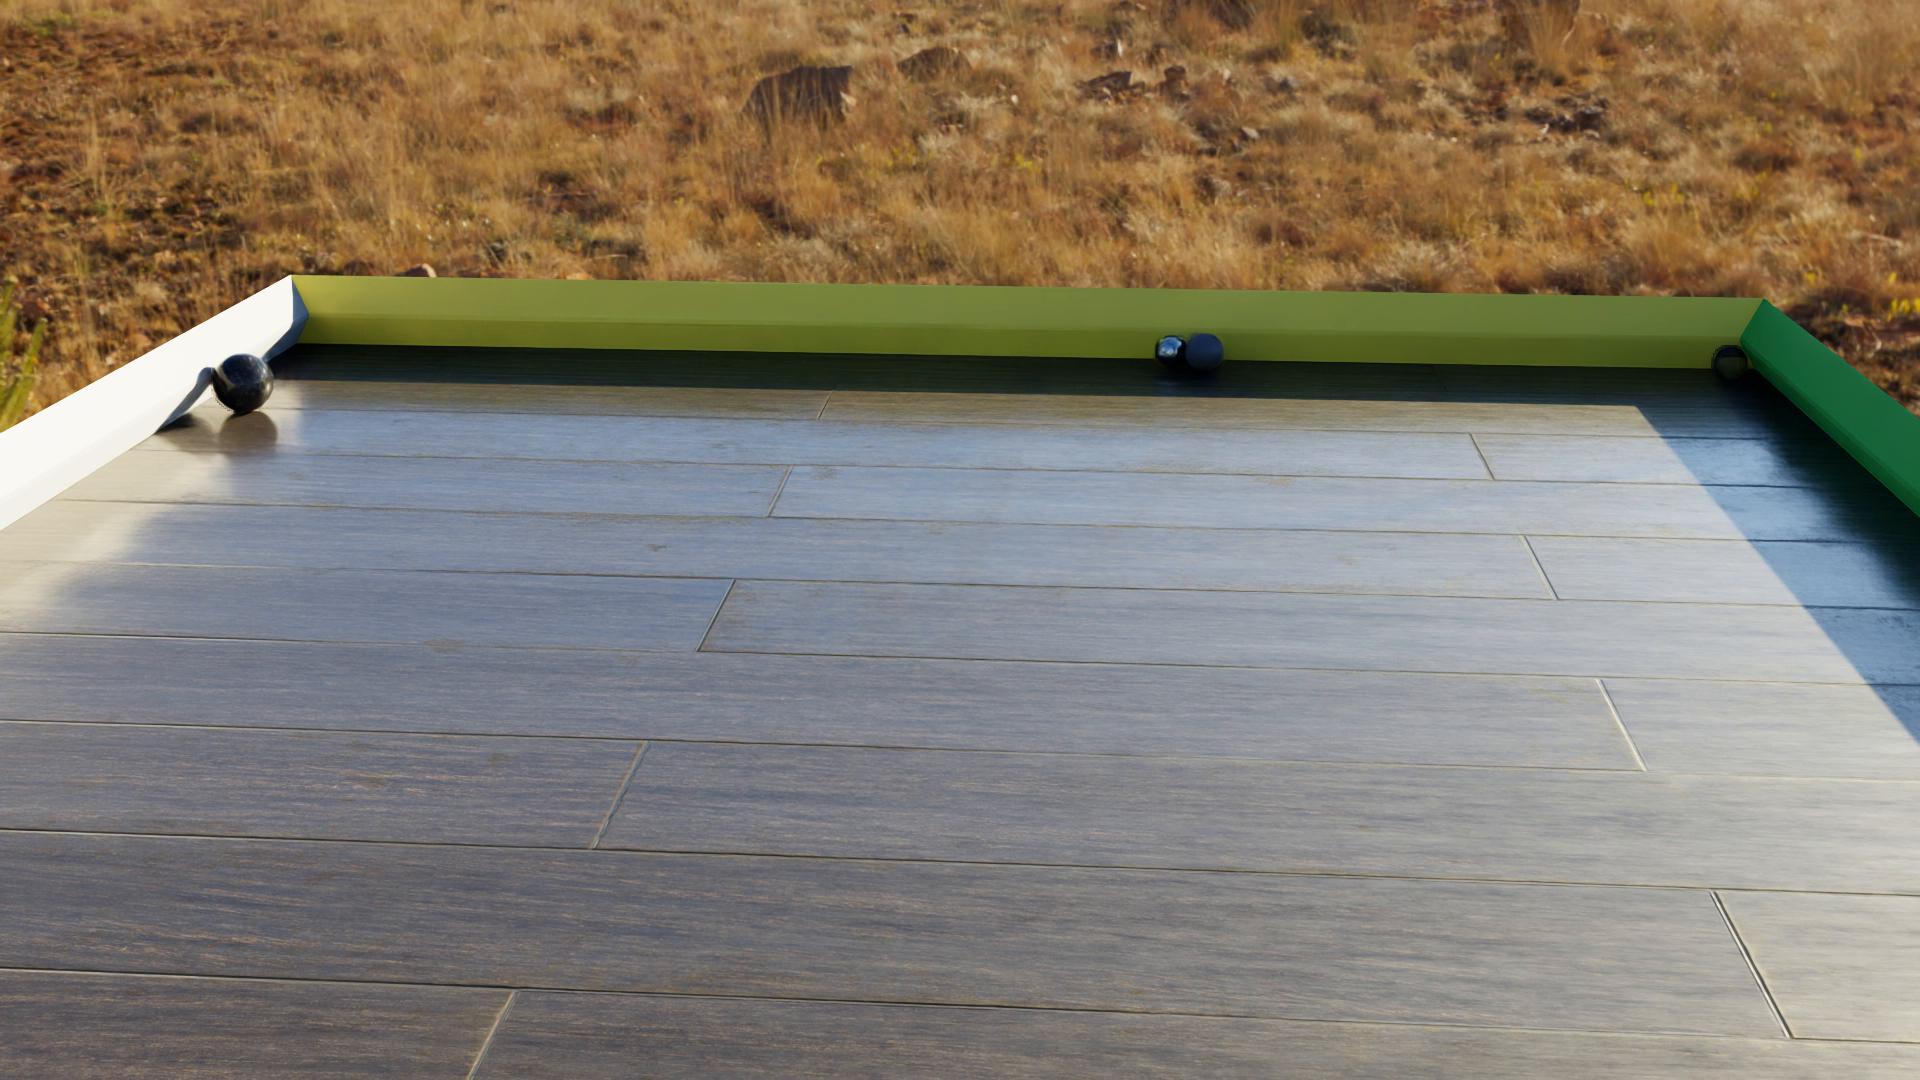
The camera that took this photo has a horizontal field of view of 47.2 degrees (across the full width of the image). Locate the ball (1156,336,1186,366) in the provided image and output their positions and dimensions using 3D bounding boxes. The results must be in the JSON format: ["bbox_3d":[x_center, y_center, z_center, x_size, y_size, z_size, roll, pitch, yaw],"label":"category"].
[{"bbox_3d":[0.361,-0.322,3.750,0.054,0.054,0.054,0,18,0],"label":"ball"}]

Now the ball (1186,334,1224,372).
[{"bbox_3d":[0.413,-0.317,3.714,0.066,0.066,0.066,0,18,0],"label":"ball"}]

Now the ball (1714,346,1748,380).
[{"bbox_3d":[1.285,-0.295,3.668,0.054,0.054,0.054,0,18,0],"label":"ball"}]

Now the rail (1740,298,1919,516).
[{"bbox_3d":[1.161,0.348,1.617,0.045,0.121,4.449,1,18,4],"label":"rail"}]

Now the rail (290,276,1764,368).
[{"bbox_3d":[0.083,-0.372,3.791,2.548,0.121,0.045,1,18,4],"label":"rail"}]

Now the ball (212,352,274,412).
[{"bbox_3d":[-1.130,-0.248,3.464,0.093,0.093,0.093,0,18,0],"label":"ball"}]

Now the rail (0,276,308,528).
[{"bbox_3d":[-1.332,0.288,1.799,0.045,0.121,4.449,1,18,4],"label":"rail"}]
